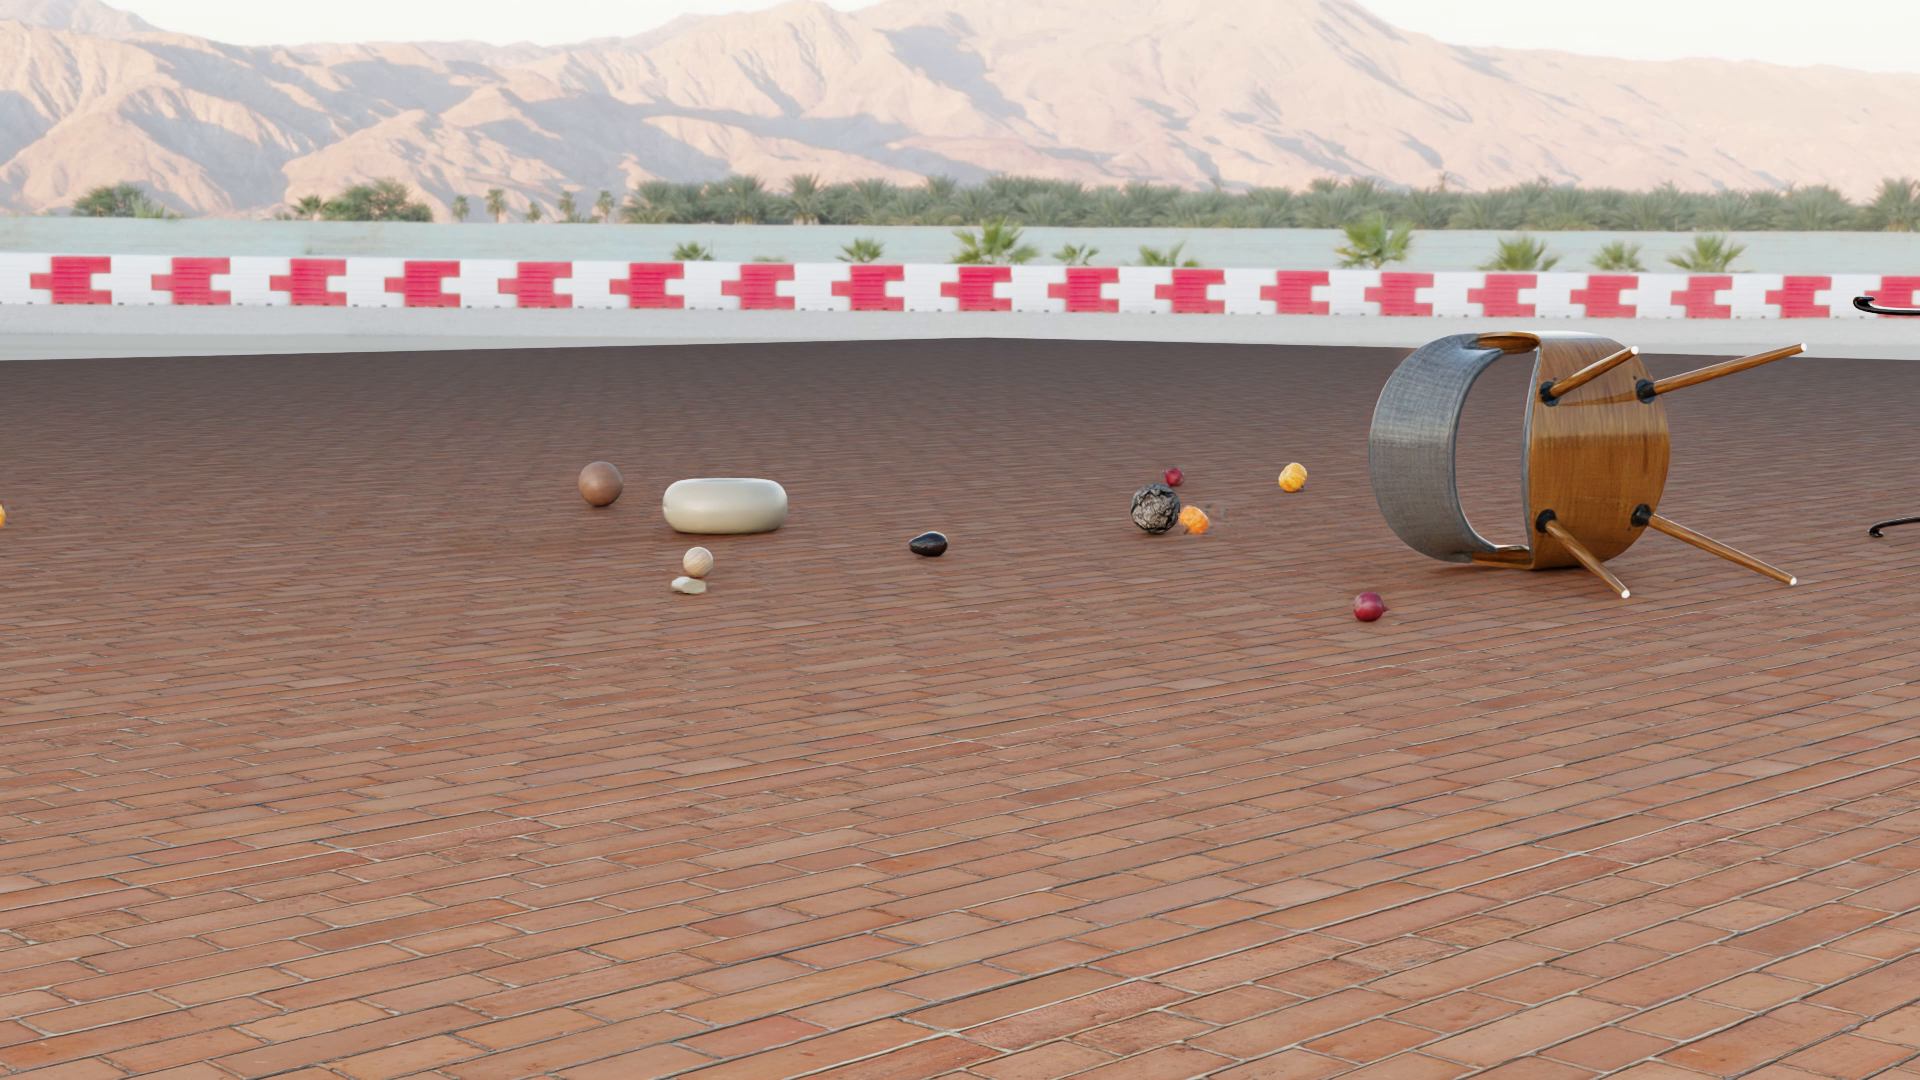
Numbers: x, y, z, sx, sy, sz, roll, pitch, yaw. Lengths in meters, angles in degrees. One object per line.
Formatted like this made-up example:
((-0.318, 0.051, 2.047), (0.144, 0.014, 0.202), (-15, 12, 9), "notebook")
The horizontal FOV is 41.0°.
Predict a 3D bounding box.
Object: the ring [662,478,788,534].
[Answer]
((-0.606, -0.088, 6.634), (0.330, 0.133, 0.262), (-1, 4, -22), "ring")

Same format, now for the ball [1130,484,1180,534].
((0.499, -0.080, 6.563), (0.129, 0.129, 0.129), (0, 6, 0), "ball")

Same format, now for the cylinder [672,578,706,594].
((-0.565, 0.095, 5.347), (0.055, 0.030, 0.056), (-3, 7, -30), "cylinder")

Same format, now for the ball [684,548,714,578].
((-0.573, 0.049, 5.615), (0.066, 0.066, 0.066), (0, 6, 0), "ball")
